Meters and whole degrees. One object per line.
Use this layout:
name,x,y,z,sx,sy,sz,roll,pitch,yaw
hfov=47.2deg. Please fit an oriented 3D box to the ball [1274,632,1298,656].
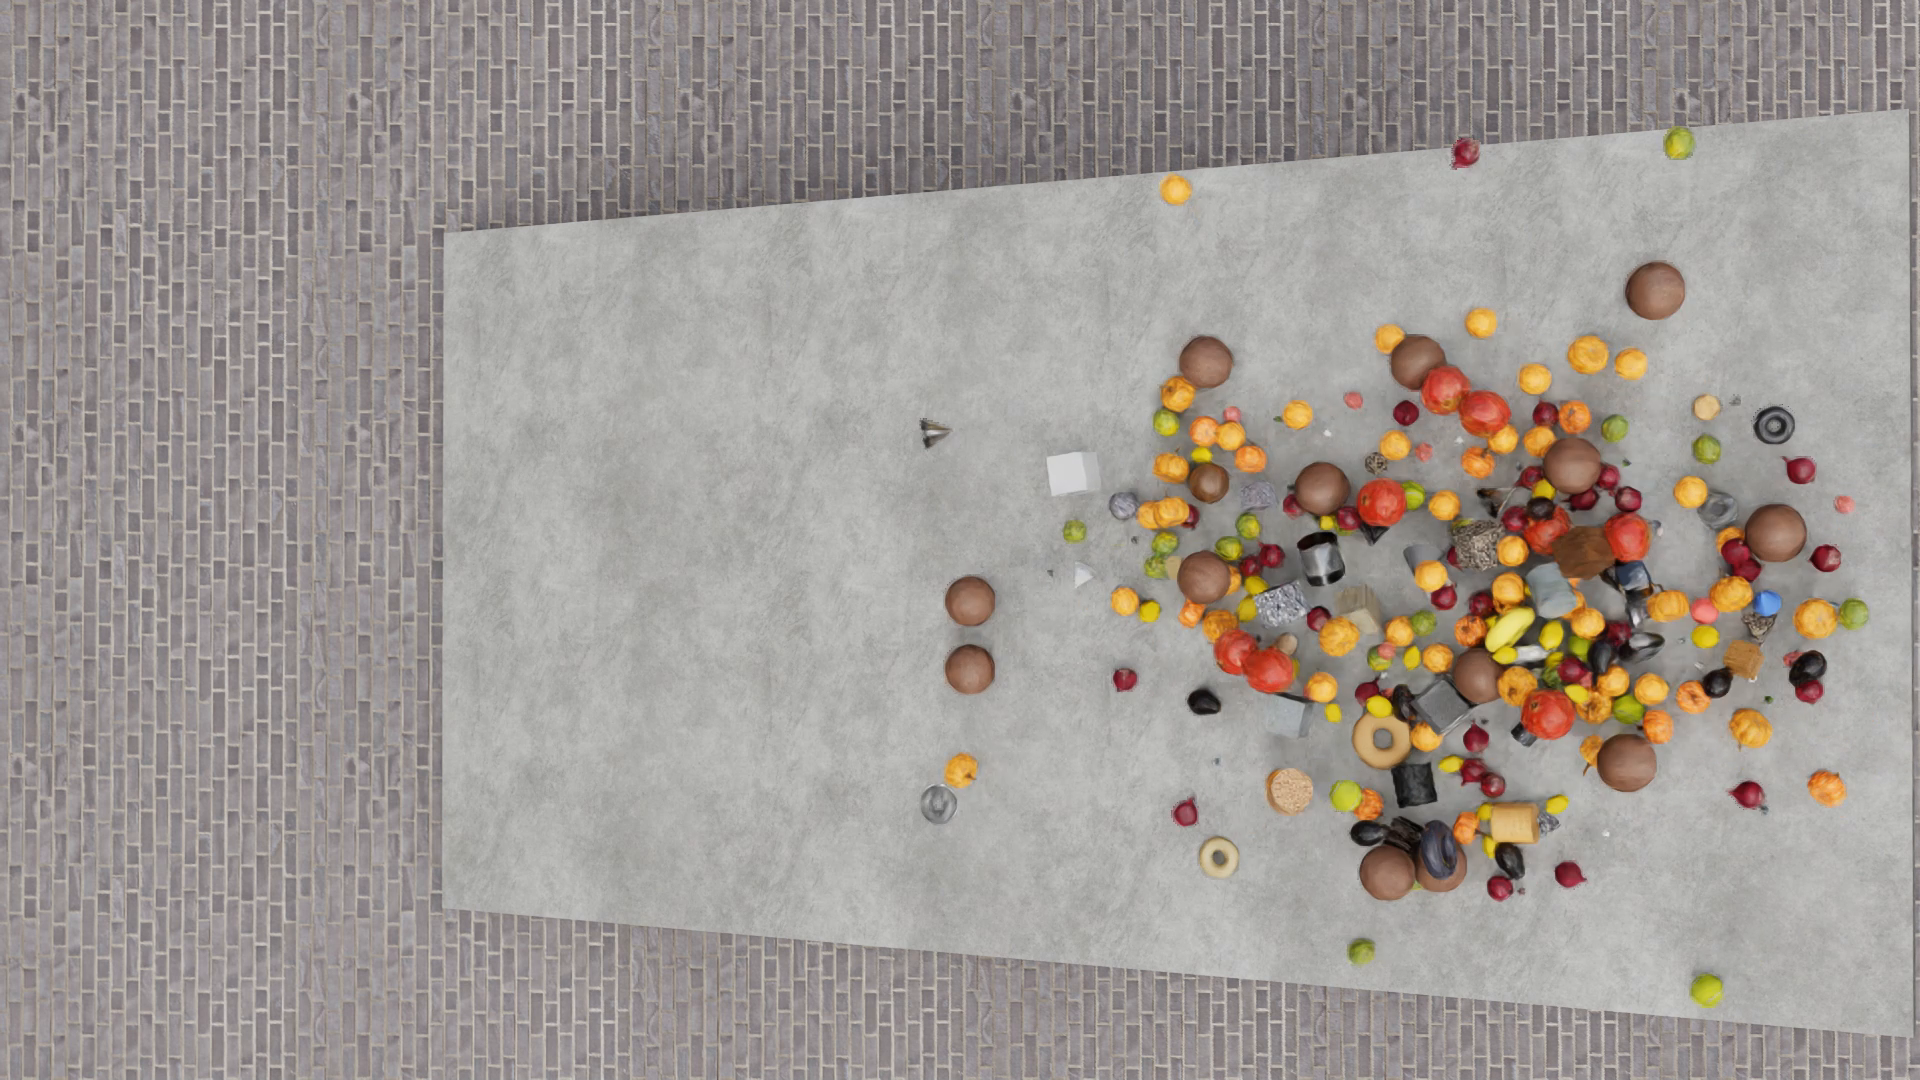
ball,0.790,0.253,5.328,0.056,0.056,0.056,0,89,0

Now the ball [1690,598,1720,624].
ball,1.657,0.158,4.894,0.061,0.061,0.061,0,89,0

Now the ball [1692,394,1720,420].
ball,1.663,-0.294,4.897,0.058,0.058,0.058,0,89,0

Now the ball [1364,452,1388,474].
ball,0.991,-0.182,5.233,0.055,0.055,0.055,0,89,0

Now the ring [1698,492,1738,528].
ring,1.684,-0.067,4.890,0.087,0.029,0.087,-16,58,28

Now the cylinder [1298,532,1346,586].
cylinder,0.862,0.044,5.243,0.095,0.095,0.095,-19,114,0

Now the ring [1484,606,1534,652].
ring,1.258,0.204,5.031,0.137,0.137,0.046,-41,68,0

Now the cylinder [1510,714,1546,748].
cylinder,1.309,0.440,5.067,0.055,0.055,0.055,38,106,0

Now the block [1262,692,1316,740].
block,0.795,0.423,5.305,0.088,0.088,0.088,15,96,26

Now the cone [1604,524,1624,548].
cone,1.467,0.006,5.009,0.061,0.061,0.061,16,56,-25

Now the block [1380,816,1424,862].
block,1.049,0.705,5.183,0.074,0.074,0.074,26,101,24

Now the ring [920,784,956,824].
ring,-0.056,0.692,5.755,0.107,0.036,0.107,0,90,29

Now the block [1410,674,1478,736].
block,1.131,0.384,5.132,0.098,0.098,0.098,-45,71,19

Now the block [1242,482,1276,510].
block,0.725,-0.106,5.339,0.059,0.059,0.059,5,82,-42

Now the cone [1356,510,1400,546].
cone,1.006,-0.046,5.228,0.097,0.097,0.097,-22,89,-2

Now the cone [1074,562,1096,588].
cone,0.303,0.098,5.557,0.063,0.063,0.063,29,110,0

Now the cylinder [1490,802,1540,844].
cylinder,1.278,0.651,5.059,0.092,0.092,0.092,-2,89,26

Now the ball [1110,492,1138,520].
ball,0.410,-0.087,5.512,0.071,0.071,0.071,0,89,0

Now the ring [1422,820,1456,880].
ring,1.083,0.701,4.974,0.045,0.136,0.136,-12,89,34

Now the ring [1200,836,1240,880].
ring,0.637,0.782,5.410,0.104,0.035,0.104,-1,88,26

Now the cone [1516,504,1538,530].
cone,1.297,-0.049,5.062,0.052,0.052,0.052,9,109,0

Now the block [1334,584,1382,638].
block,0.935,0.167,5.161,0.081,0.081,0.081,-19,127,27

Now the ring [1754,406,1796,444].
ring,1.769,-0.248,4.774,0.086,0.029,0.086,4,108,11

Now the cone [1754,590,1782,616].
cone,1.767,0.128,4.830,0.060,0.060,0.060,-14,60,26

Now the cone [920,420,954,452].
cone,-0.057,-0.280,5.765,0.083,0.083,0.083,-8,89,-1

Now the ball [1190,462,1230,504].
ball,0.612,-0.140,5.396,0.100,0.100,0.100,0,89,0

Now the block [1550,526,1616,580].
block,1.389,0.029,4.901,0.085,0.085,0.085,4,59,-32

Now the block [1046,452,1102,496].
block,0.288,-0.166,5.559,0.097,0.097,0.097,-10,85,26

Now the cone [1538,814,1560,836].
cone,1.347,0.667,5.063,0.054,0.054,0.054,18,131,0

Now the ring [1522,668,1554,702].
ring,1.329,0.335,5.058,0.081,0.027,0.081,-16,63,34

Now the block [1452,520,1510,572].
block,1.202,0.012,5.070,0.086,0.086,0.086,-20,106,-17

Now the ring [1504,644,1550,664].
ring,1.301,0.262,5.047,0.106,0.106,0.035,-6,82,0

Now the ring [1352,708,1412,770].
ring,1.003,0.473,5.223,0.146,0.049,0.146,-1,89,25

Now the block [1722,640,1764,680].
block,1.725,0.263,4.841,0.058,0.058,0.058,18,70,43

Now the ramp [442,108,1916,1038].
ramp,0.280,0.080,5.671,4.000,0.100,2.000,0,89,26

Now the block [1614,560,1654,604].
block,1.501,0.093,4.897,0.061,0.061,0.061,-20,55,7

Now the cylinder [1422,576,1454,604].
cylinder,1.117,0.117,5.147,0.063,0.063,0.063,0,84,1

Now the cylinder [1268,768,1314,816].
cylinder,0.785,0.601,5.228,0.098,0.098,0.098,-1,74,2

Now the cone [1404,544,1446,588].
cone,1.073,0.074,5.098,0.095,0.095,0.095,13,59,0

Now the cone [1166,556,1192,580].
cone,0.545,0.061,5.376,0.062,0.062,0.062,-16,89,-41

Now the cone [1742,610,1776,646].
cone,1.767,0.205,4.854,0.073,0.073,0.073,-13,113,0

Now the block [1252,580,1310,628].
block,0.768,0.153,5.256,0.083,0.083,0.083,-20,91,44

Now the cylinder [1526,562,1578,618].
cylinder,1.324,0.113,4.922,0.090,0.090,0.090,-12,57,0
